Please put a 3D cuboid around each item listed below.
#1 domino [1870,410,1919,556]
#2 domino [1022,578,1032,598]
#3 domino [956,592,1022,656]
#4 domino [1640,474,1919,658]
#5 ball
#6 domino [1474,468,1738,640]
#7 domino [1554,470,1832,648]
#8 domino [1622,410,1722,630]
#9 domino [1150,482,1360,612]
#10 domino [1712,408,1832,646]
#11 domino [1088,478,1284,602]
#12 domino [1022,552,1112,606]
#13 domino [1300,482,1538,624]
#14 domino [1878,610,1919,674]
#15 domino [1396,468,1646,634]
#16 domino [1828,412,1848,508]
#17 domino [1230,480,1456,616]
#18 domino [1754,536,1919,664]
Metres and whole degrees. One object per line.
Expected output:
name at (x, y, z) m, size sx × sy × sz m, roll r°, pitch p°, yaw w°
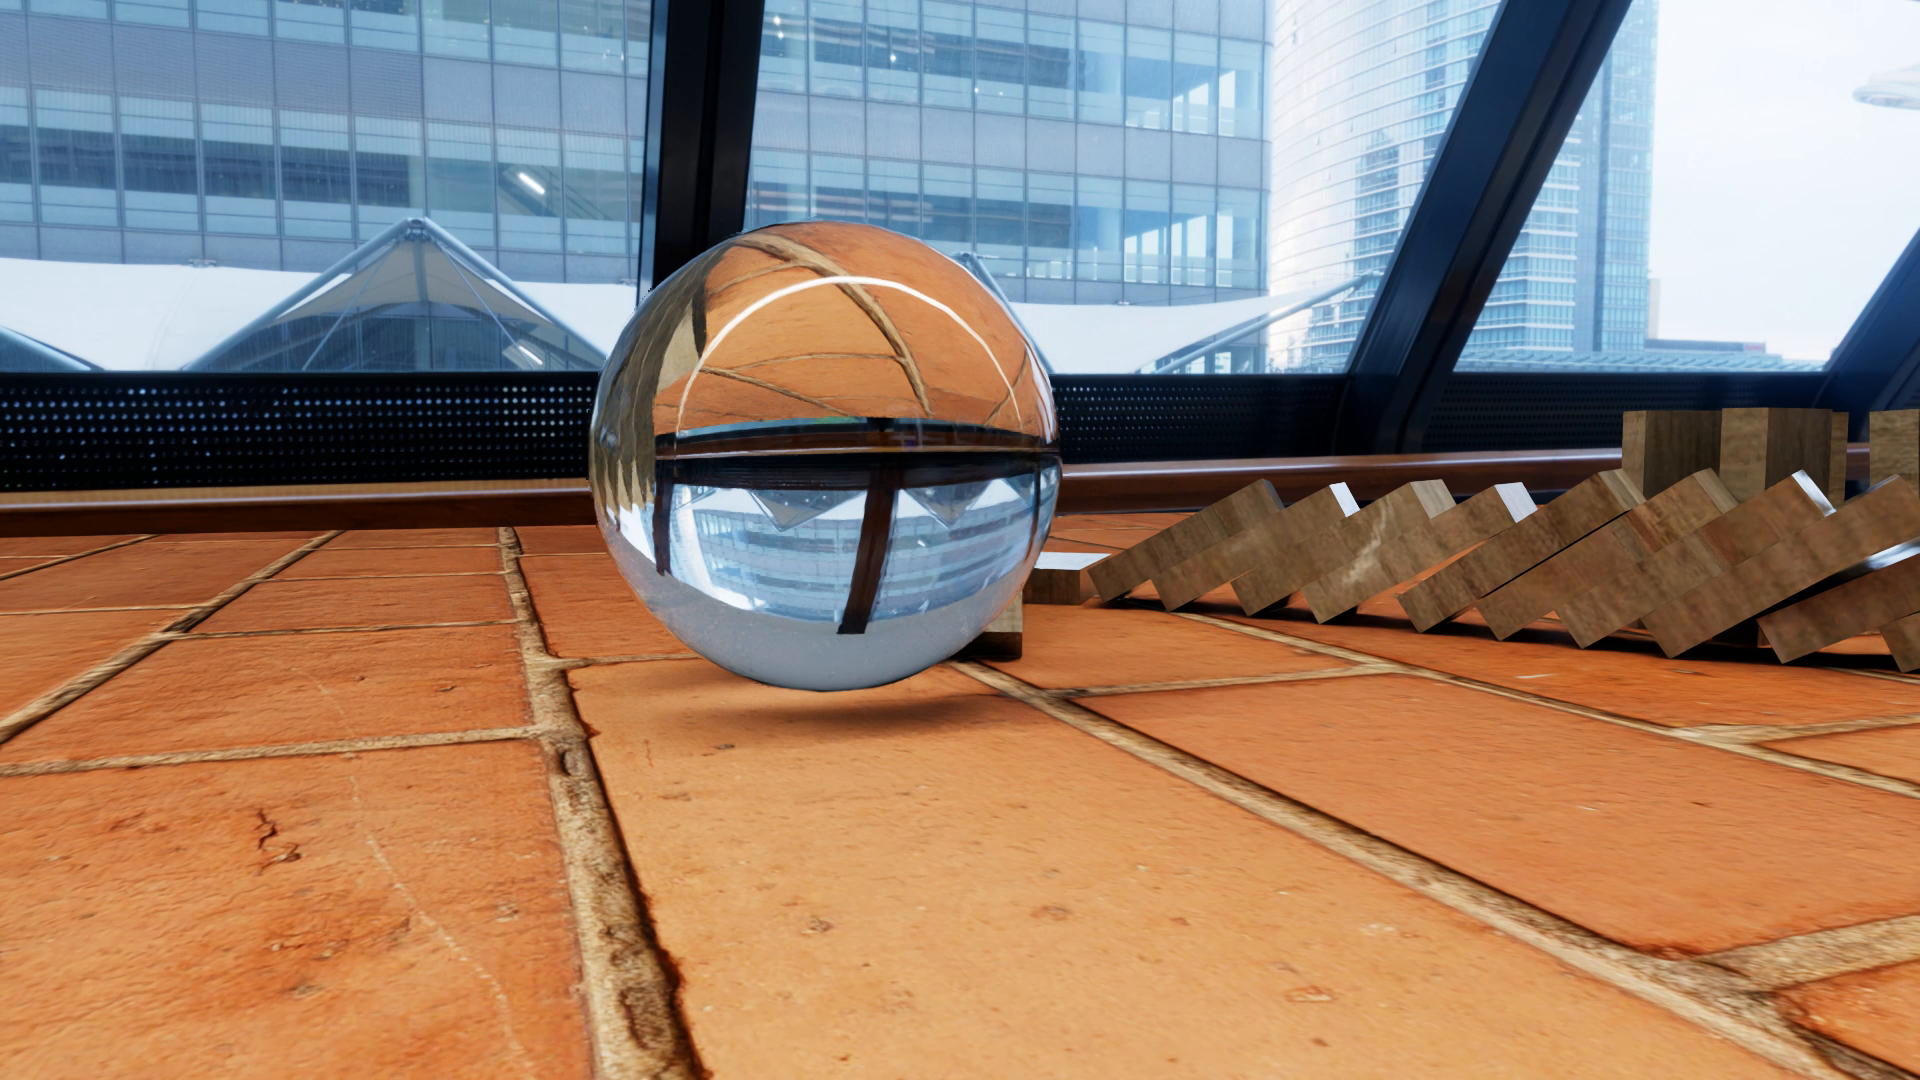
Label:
domino at (0.226, -0.006, 0.305) m, size 0.025 × 0.050 × 0.009 m, roll -3°, pitch 3°, yaw -39°
domino at (0.003, 0.004, 0.341) m, size 0.025 × 0.009 × 0.050 m, roll -11°, pitch 18°, yaw -1°
domino at (0.000, 0.000, 0.268) m, size 0.025 × 0.050 × 0.009 m, roll 0°, pitch -35°, yaw 2°
domino at (0.162, 0.005, 0.253) m, size 0.050 × 0.009 × 0.025 m, roll -39°, pitch -18°, yaw 30°
ball at (-0.022, -0.014, 0.220) m, size 0.080 × 0.080 × 0.080 m, roll 0°, pitch 4°, yaw 0°
domino at (0.138, 0.003, 0.274) m, size 0.050 × 0.009 × 0.025 m, roll -40°, pitch -19°, yaw 34°
domino at (0.150, 0.004, 0.263) m, size 0.050 × 0.009 × 0.025 m, roll -40°, pitch -18°, yaw 33°
domino at (0.168, -0.005, 0.298) m, size 0.025 × 0.050 × 0.009 m, roll 0°, pitch 4°, yaw -1°
domino at (0.076, 0.002, 0.326) m, size 0.050 × 0.010 × 0.025 m, roll -30°, pitch -9°, yaw 24°
domino at (0.176, -0.003, 0.278) m, size 0.025 × 0.050 × 0.010 m, roll -2°, pitch 5°, yaw -30°
domino at (0.060, 0.000, 0.336) m, size 0.050 × 0.009 × 0.025 m, roll -29°, pitch -8°, yaw 17°
domino at (0.027, 0.010, 0.365) m, size 0.025 × 0.009 × 0.050 m, roll 1°, pitch 4°, yaw 16°
domino at (0.108, 0.003, 0.300) m, size 0.050 × 0.010 × 0.025 m, roll -34°, pitch -16°, yaw 33°
domino at (0.199, 0.009, 0.236) m, size 0.050 × 0.010 × 0.025 m, roll -28°, pitch -10°, yaw 32°
domino at (0.125, 0.003, 0.285) m, size 0.050 × 0.009 × 0.025 m, roll -40°, pitch -20°, yaw 34°
domino at (0.211, -0.006, 0.318) m, size 0.009 × 0.050 × 0.025 m, roll 2°, pitch 5°, yaw 25°
domino at (0.093, 0.002, 0.311) m, size 0.050 × 0.009 × 0.025 m, roll -34°, pitch -16°, yaw 33°
domino at (0.181, 0.008, 0.247) m, size 0.050 × 0.010 × 0.025 m, roll -30°, pitch -11°, yaw 26°
